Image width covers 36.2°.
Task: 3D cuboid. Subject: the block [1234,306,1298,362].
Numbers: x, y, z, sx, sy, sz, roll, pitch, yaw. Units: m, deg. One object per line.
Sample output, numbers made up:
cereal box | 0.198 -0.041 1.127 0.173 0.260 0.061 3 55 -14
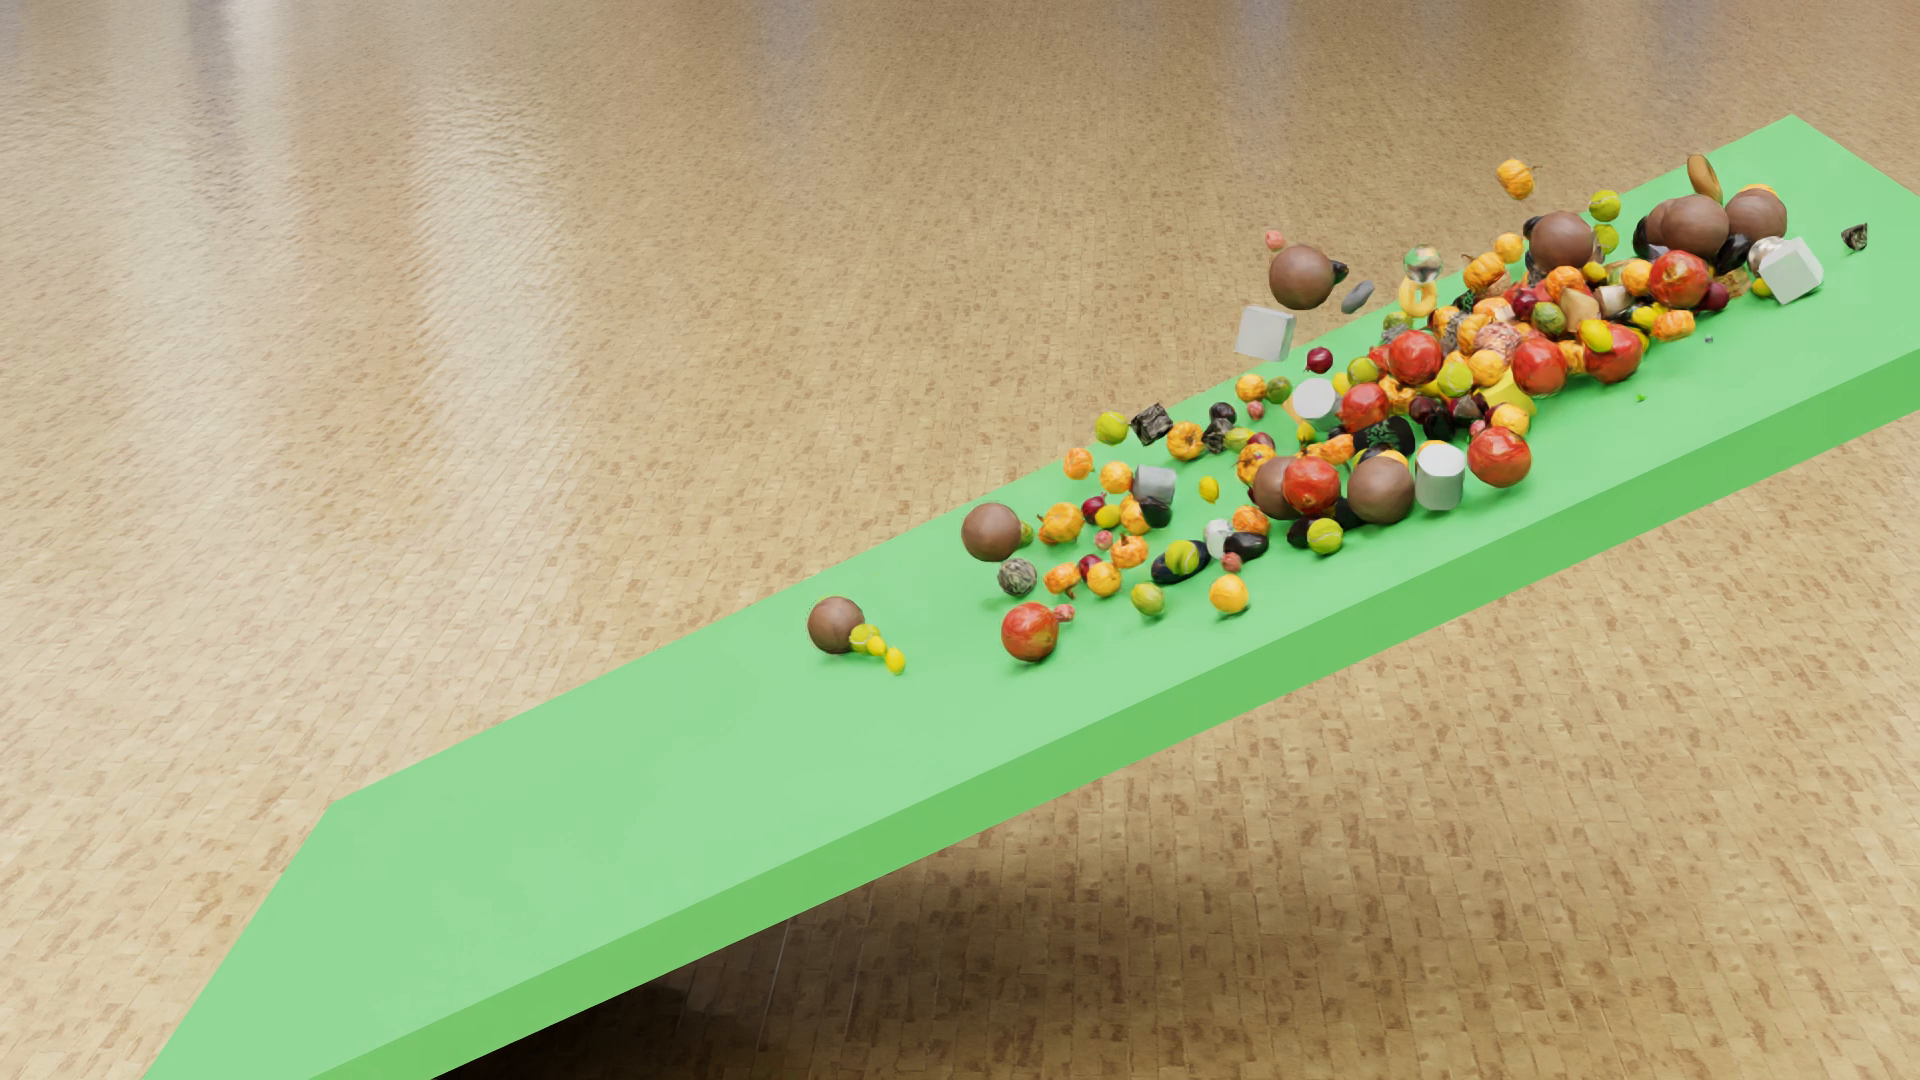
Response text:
block | 0.671 -0.452 6.458 0.100 0.100 0.100 16 12 17

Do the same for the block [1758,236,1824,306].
block | 1.580 -0.512 5.592 0.083 0.083 0.083 -33 9 31

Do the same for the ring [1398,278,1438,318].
ring | 1.018 -0.543 6.532 0.105 0.105 0.035 -11 15 -33

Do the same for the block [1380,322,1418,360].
block | 0.982 -0.445 6.582 0.058 0.058 0.058 -27 14 4

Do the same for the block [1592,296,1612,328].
block | 1.308 -0.469 5.985 0.052 0.052 0.052 25 15 -1

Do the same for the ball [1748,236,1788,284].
ball | 1.577 -0.544 5.713 0.092 0.092 0.092 0 17 0

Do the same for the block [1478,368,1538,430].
block | 1.065 -0.274 5.724 0.077 0.077 0.077 -29 18 9

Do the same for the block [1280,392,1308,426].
block | 0.736 -0.287 6.320 0.060 0.060 0.060 45 12 13

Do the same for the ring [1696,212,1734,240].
ring | 1.607 -0.667 6.260 0.089 0.030 0.089 -27 14 7

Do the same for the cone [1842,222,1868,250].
cone | 1.732 -0.595 5.657 0.053 0.053 0.053 6 58 -10

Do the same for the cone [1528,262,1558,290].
cone | 1.222 -0.541 6.087 0.065 0.065 0.065 -2 16 -27

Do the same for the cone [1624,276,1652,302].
cone | 1.372 -0.495 5.939 0.067 0.067 0.067 3 17 11

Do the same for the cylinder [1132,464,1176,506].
cylinder | 0.414 -0.117 6.269 0.078 0.078 0.078 7 16 -4

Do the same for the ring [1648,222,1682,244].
ring | 1.537 -0.669 6.410 0.078 0.026 0.078 -26 15 7

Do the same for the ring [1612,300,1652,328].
ring | 1.316 -0.442 5.765 0.087 0.029 0.087 -31 0 0

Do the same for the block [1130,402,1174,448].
block | 0.431 -0.259 6.608 0.064 0.064 0.064 -31 -9 -19

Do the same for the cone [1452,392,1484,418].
cone | 1.002 -0.252 5.756 0.057 0.057 0.057 27 19 0

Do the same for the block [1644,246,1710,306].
block | 1.426 -0.526 5.855 0.098 0.098 0.098 3 18 -1

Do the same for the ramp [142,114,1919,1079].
ramp | 0.139 0.168 6.281 4.000 0.100 2.000 -25 14 10

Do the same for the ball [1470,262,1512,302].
ball | 1.139 -0.555 6.314 0.088 0.088 0.088 0 17 0

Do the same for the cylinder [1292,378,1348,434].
cylinder | 0.755 -0.282 6.167 0.092 0.092 0.092 9 -13 27

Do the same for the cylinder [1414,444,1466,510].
cylinder | 0.881 -0.115 5.397 0.087 0.087 0.087 -2 46 2

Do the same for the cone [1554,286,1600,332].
cone | 1.204 -0.473 5.805 0.091 0.091 0.091 -17 50 21

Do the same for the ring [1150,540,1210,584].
ring | 0.439 0.045 5.849 0.131 0.044 0.131 -25 16 7

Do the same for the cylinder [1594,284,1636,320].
cylinder | 1.299 -0.473 5.837 0.065 0.065 0.065 -8 17 -4

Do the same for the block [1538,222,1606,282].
block | 1.269 -0.594 6.100 0.084 0.084 0.084 -42 36 -22

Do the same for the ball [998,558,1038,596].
ball | 0.122 0.078 6.249 0.084 0.084 0.084 0 17 0

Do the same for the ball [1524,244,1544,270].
ball | 1.272 -0.616 6.452 0.068 0.068 0.068 0 17 0

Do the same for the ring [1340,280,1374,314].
ring | 0.886 -0.541 6.558 0.031 0.094 0.094 43 17 -6

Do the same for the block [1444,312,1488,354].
block | 1.027 -0.419 5.972 0.057 0.057 0.057 -10 37 -31

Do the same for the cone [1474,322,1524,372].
cone | 1.058 -0.358 5.777 0.099 0.099 0.099 2 41 7

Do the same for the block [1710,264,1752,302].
block | 1.518 -0.507 5.793 0.051 0.051 0.051 -14 19 45

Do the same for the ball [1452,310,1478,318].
ball | 1.052 -0.444 6.136 0.071 0.071 0.071 0 17 0

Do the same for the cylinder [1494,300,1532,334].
cylinder | 1.112 -0.444 5.919 0.063 0.063 0.063 -17 15 8

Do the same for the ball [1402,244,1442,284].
ball | 1.008 -0.601 6.408 0.086 0.086 0.086 0 17 0

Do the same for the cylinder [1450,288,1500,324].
cylinder | 1.128 -0.507 6.436 0.083 0.083 0.083 -5 -15 -17

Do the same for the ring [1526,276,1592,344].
ring | 1.228 -0.473 6.028 0.150 0.150 0.050 -4 26 -13

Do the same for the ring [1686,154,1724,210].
ring | 1.602 -0.769 6.326 0.043 0.130 0.130 -24 7 23

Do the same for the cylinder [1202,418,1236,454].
cylinder | 0.576 -0.232 6.550 0.062 0.062 0.062 5 22 18

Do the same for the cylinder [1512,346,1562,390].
cylinder | 1.139 -0.341 5.807 0.069 0.069 0.069 -8 -11 -26

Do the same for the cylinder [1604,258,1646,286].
cylinder | 1.366 -0.532 6.031 0.079 0.079 0.079 -11 -2 0
